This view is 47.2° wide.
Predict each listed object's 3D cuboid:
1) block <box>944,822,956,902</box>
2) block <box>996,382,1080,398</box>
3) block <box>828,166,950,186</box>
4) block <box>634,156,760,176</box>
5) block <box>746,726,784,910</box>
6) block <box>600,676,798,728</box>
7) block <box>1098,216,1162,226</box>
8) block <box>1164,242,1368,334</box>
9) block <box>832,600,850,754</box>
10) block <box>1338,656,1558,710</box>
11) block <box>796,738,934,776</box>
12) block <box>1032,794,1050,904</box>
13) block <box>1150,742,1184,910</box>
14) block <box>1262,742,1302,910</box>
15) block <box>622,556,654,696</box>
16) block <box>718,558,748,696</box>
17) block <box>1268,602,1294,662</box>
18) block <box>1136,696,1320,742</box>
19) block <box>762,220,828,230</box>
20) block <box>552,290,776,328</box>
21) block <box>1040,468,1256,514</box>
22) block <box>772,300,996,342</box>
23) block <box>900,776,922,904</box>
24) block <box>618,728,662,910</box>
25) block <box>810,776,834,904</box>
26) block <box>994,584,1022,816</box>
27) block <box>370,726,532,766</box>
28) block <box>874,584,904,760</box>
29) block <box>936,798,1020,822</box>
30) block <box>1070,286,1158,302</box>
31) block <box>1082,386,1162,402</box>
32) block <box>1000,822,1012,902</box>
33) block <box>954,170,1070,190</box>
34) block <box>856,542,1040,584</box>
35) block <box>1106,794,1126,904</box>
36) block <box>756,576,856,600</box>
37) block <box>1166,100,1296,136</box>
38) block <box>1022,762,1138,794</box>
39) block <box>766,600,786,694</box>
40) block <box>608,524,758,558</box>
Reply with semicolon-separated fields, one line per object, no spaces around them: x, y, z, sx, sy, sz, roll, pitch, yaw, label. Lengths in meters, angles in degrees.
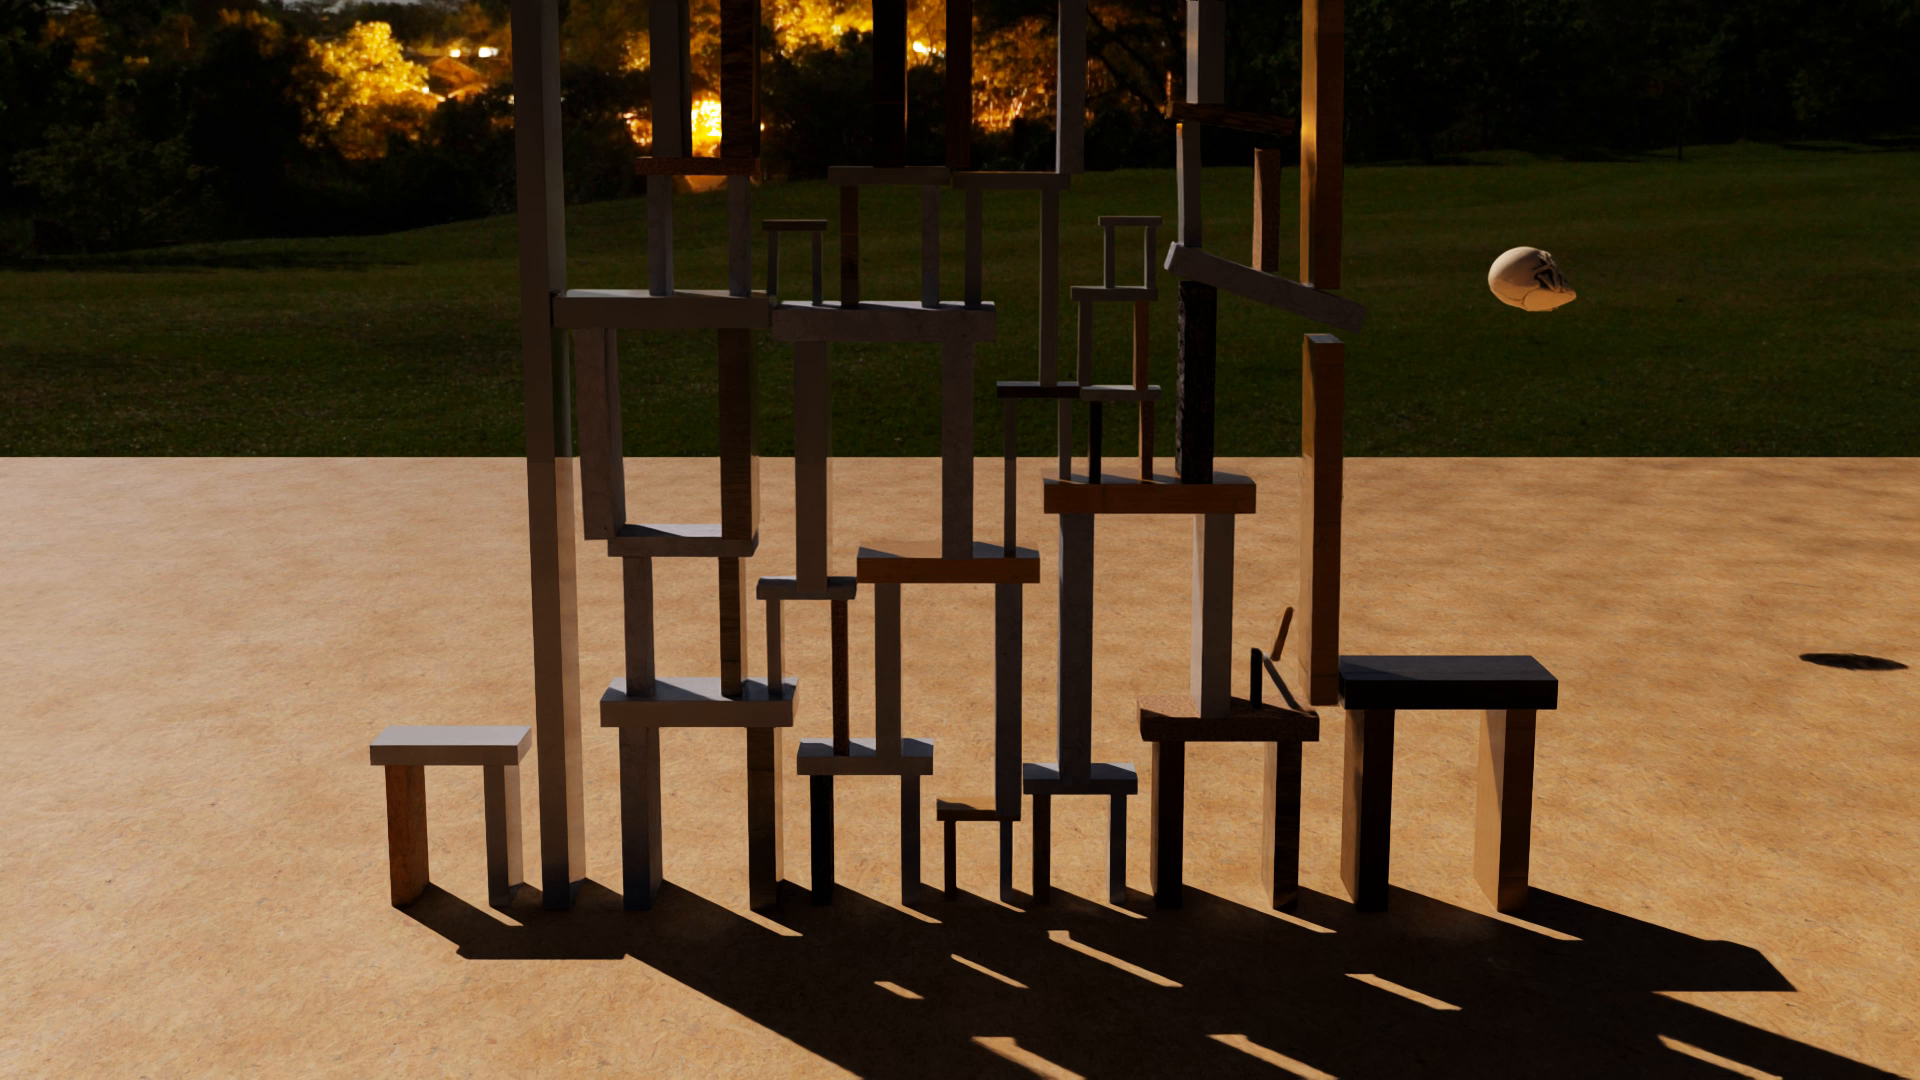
-0.016;0.523;3.655;0.020;0.138;0.069;0;11;0;block
0.124;-0.240;3.513;0.131;0.018;0.065;0;11;0;block
-0.110;-0.572;3.450;0.190;0.027;0.095;0;11;0;block
-0.410;-0.587;3.449;0.186;0.026;0.093;0;11;0;block
-0.321;0.439;3.638;0.044;0.309;0.154;0;11;0;block
-0.424;0.265;3.607;0.309;0.044;0.154;0;11;0;block
0.268;-0.502;3.464;0.097;0.014;0.049;0;11;0;block
0.481;-0.400;3.482;0.307;0.043;0.153;18;10;-4;block
-0.196;0.215;3.599;0.022;0.257;0.079;0;11;0;block
0.786;0.232;3.601;0.340;0.048;0.170;0;11;0;block
-0.155;0.357;3.626;0.221;0.031;0.111;0;11;0;block
0.135;0.498;3.652;0.026;0.186;0.093;0;11;0;block
0.343;0.451;3.639;0.040;0.284;0.142;0;11;0;block
0.532;0.451;3.639;0.040;0.283;0.142;0;11;0;block
-0.524;0.129;3.588;0.033;0.230;0.115;0;11;-1;block
-0.370;0.129;3.590;0.033;0.230;0.115;0;11;0;block
0.524;0.150;3.593;0.013;0.091;0.045;14;9;-3;block
0.437;0.292;3.610;0.283;0.040;0.142;0;11;0;block
-0.259;-0.496;3.467;0.101;0.014;0.050;0;11;0;block
-0.464;-0.368;3.493;0.334;0.047;0.167;0;11;-1;block
0.299;-0.080;3.545;0.334;0.047;0.167;0;11;0;block
-0.118;-0.348;3.489;0.346;0.049;0.173;0;11;-1;block
-0.081;0.481;3.649;0.031;0.221;0.111;0;11;0;block
-0.527;0.439;3.639;0.044;0.309;0.154;0;11;0;block
-0.228;0.481;3.649;0.031;0.221;0.111;0;11;0;block
0.079;0.246;3.604;0.041;0.386;0.145;0;10;0;block
-0.836;0.338;3.622;0.239;0.034;0.120;0;11;0;block
-0.115;0.199;3.595;0.041;0.291;0.145;0;11;0;block
0.030;0.445;3.640;0.138;0.020;0.069;0;10;0;block
0.243;-0.390;3.484;0.134;0.019;0.067;0;11;0;block
0.258;-0.235;3.517;0.125;0.018;0.063;0;11;1;block
0.076;0.523;3.655;0.020;0.138;0.069;0;11;0;block
0.080;-0.564;3.449;0.182;0.026;0.091;0;11;0;block
-0.018;0.036;3.565;0.291;0.041;0.145;0;10;0;block
0.259;0.498;3.651;0.026;0.186;0.093;0;11;0;block
-0.248;0.078;3.572;0.157;0.022;0.079;0;11;0;block
0.421;-0.659;3.439;0.190;0.027;0.095;8;11;-2;block
0.197;0.394;3.632;0.186;0.026;0.093;0;11;0;block
-0.301;0.166;3.589;0.022;0.158;0.079;0;11;0;block
-0.447;0.000;3.560;0.230;0.033;0.115;0;11;0;block
